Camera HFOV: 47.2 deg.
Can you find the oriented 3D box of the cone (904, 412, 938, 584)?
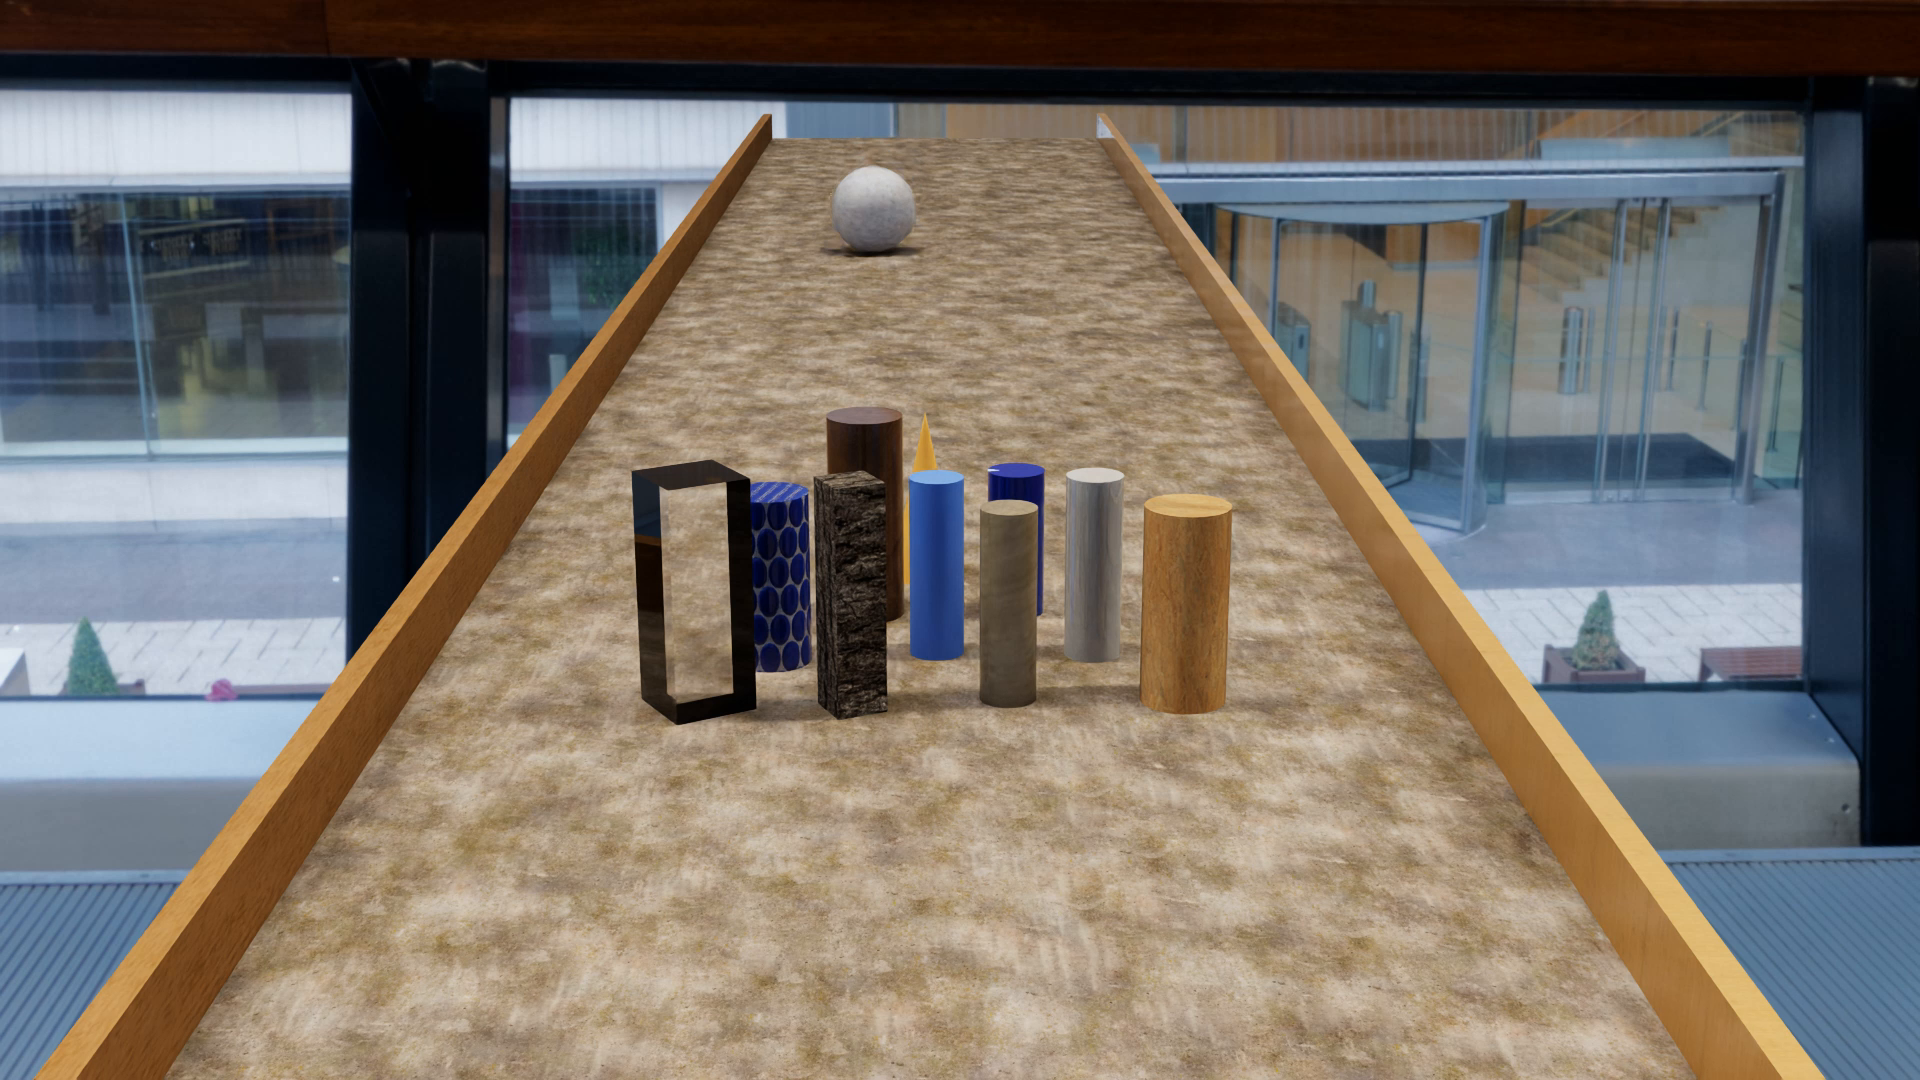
[{"bbox_3d":[-0.077,-0.103,4.908,0.158,0.379,0.158,0,17,0],"label":"cone"}]

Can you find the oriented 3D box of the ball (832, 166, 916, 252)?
[{"bbox_3d":[-0.365,-1.399,9.300,0.360,0.360,0.360,0,17,0],"label":"ball"}]

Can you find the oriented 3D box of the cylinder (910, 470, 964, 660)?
[{"bbox_3d":[-0.047,0.051,4.412,0.109,0.367,0.109,0,17,0],"label":"cylinder"}]

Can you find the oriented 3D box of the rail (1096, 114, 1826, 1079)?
[{"bbox_3d":[0.932,-0.844,7.801,0.050,0.150,12.000,0,17,-1],"label":"rail"}]

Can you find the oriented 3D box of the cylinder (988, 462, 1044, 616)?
[{"bbox_3d":[0.119,0.002,4.672,0.121,0.312,0.121,0,17,0],"label":"cylinder"}]

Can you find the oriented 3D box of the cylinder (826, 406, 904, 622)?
[{"bbox_3d":[-0.199,-0.053,4.646,0.160,0.432,0.160,0,17,0],"label":"cylinder"}]

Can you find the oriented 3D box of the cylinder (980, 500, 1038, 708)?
[{"bbox_3d":[0.092,0.121,4.155,0.109,0.379,0.109,0,17,0],"label":"cylinder"}]

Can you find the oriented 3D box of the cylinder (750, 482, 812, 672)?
[{"bbox_3d":[-0.375,0.073,4.370,0.156,0.349,0.156,0,17,0],"label":"cylinder"}]

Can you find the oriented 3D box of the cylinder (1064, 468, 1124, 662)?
[{"bbox_3d":[0.268,0.051,4.401,0.114,0.374,0.114,0,17,0],"label":"cylinder"}]

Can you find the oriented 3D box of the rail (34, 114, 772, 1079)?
[{"bbox_3d":[-1.118,-0.838,7.780,0.050,0.150,12.000,0,17,-1],"label":"rail"}]

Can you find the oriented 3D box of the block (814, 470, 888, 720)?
[{"bbox_3d":[-0.203,0.103,4.098,0.100,0.446,0.100,-8,18,-25],"label":"block"}]

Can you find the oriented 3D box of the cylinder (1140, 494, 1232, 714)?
[{"bbox_3d":[0.425,0.120,4.149,0.163,0.385,0.163,0,17,0],"label":"cylinder"}]

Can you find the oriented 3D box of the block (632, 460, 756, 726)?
[{"bbox_3d":[-0.497,0.095,4.115,0.164,0.451,0.164,-10,19,-30],"label":"block"}]
